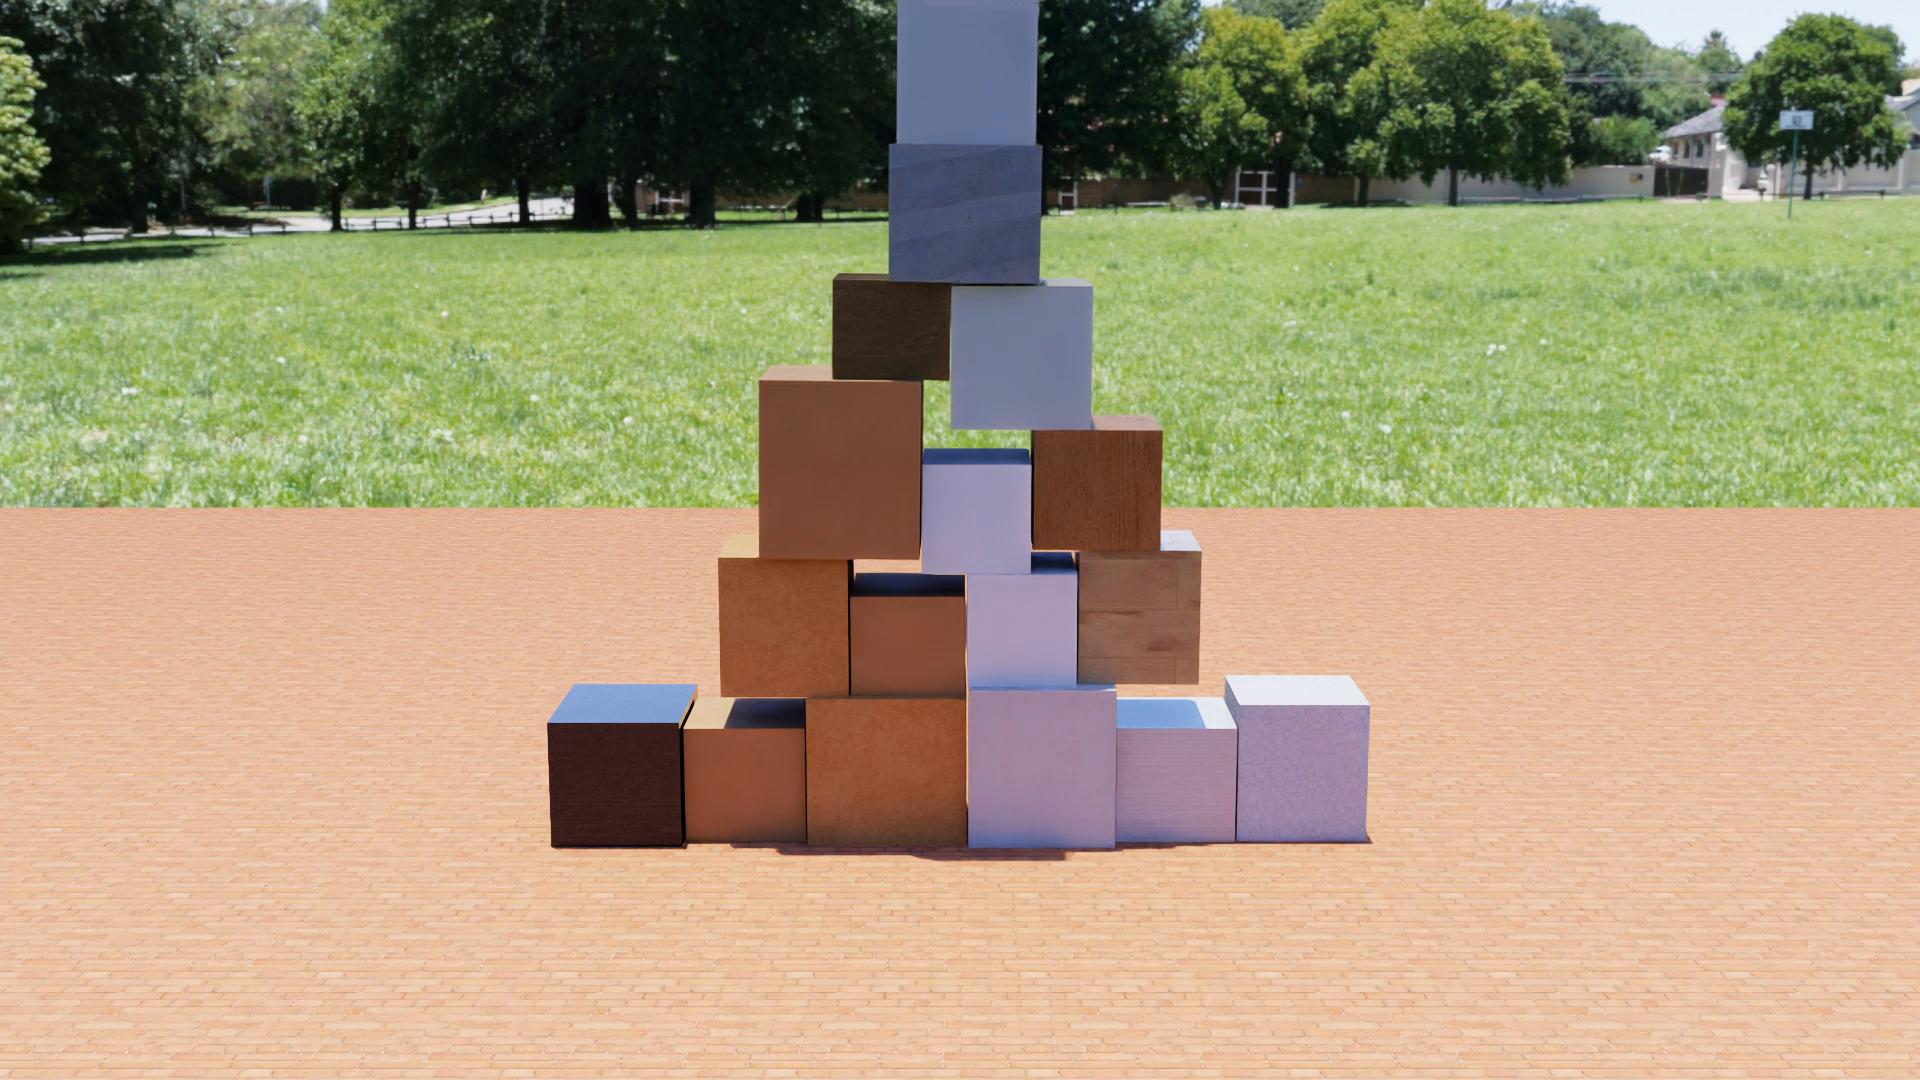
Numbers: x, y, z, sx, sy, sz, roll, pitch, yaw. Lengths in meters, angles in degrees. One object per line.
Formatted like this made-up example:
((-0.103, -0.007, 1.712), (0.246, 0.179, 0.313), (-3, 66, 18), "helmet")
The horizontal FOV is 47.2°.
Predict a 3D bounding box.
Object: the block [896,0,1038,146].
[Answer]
((0.034, -2.320, 10.766), (0.666, 0.756, 0.689), (1, 10, 0), "block")

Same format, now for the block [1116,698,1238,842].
((1.090, 1.182, 11.404), (0.603, 0.594, 0.630), (0, 10, 0), "block")

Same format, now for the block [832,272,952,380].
((-0.334, -1.071, 10.987), (0.575, 0.482, 0.577), (1, 10, 0), "block")

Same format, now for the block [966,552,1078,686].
((0.309, 0.397, 11.237), (0.545, 0.568, 0.607), (0, 10, 0), "block")

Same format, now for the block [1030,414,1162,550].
((0.679, -0.298, 11.145), (0.629, 0.601, 0.613), (0, 10, 0), "block")

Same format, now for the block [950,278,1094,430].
((0.299, -0.941, 11.027), (0.690, 0.702, 0.617), (0, 10, 0), "block")

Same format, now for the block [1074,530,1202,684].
((0.896, 0.337, 11.249), (0.606, 0.684, 0.576), (0, 10, 0), "block")

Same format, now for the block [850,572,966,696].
((-0.260, 0.477, 11.284), (0.573, 0.509, 0.623), (0, 10, 0), "block")

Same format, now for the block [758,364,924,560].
((-0.589, -0.404, 11.105), (0.790, 0.880, 0.737), (1, 10, 0), "block")

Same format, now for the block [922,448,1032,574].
((0.080, -0.153, 11.143), (0.541, 0.548, 0.589), (0, 10, 0), "block")

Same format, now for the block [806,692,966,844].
((-0.369, 1.104, 11.378), (0.802, 0.757, 0.697), (0, 10, 0), "block")

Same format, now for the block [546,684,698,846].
((-1.729, 1.157, 11.401), (0.658, 0.645, 0.791), (0, 10, 0), "block")

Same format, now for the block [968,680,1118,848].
((0.411, 1.077, 11.362), (0.736, 0.815, 0.785), (0, 10, 0), "block")

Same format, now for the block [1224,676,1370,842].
((1.730, 1.123, 11.397), (0.656, 0.714, 0.621), (0, 10, 0), "block")

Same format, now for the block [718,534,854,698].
((-0.877, 0.379, 11.254), (0.641, 0.713, 0.646), (0, 10, 0), "block")

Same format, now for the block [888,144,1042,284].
((0.024, -1.624, 10.879), (0.729, 0.654, 0.694), (1, 10, 0), "block")

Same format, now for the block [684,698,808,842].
((-1.085, 1.183, 11.404), (0.610, 0.592, 0.624), (0, 10, 0), "block")
